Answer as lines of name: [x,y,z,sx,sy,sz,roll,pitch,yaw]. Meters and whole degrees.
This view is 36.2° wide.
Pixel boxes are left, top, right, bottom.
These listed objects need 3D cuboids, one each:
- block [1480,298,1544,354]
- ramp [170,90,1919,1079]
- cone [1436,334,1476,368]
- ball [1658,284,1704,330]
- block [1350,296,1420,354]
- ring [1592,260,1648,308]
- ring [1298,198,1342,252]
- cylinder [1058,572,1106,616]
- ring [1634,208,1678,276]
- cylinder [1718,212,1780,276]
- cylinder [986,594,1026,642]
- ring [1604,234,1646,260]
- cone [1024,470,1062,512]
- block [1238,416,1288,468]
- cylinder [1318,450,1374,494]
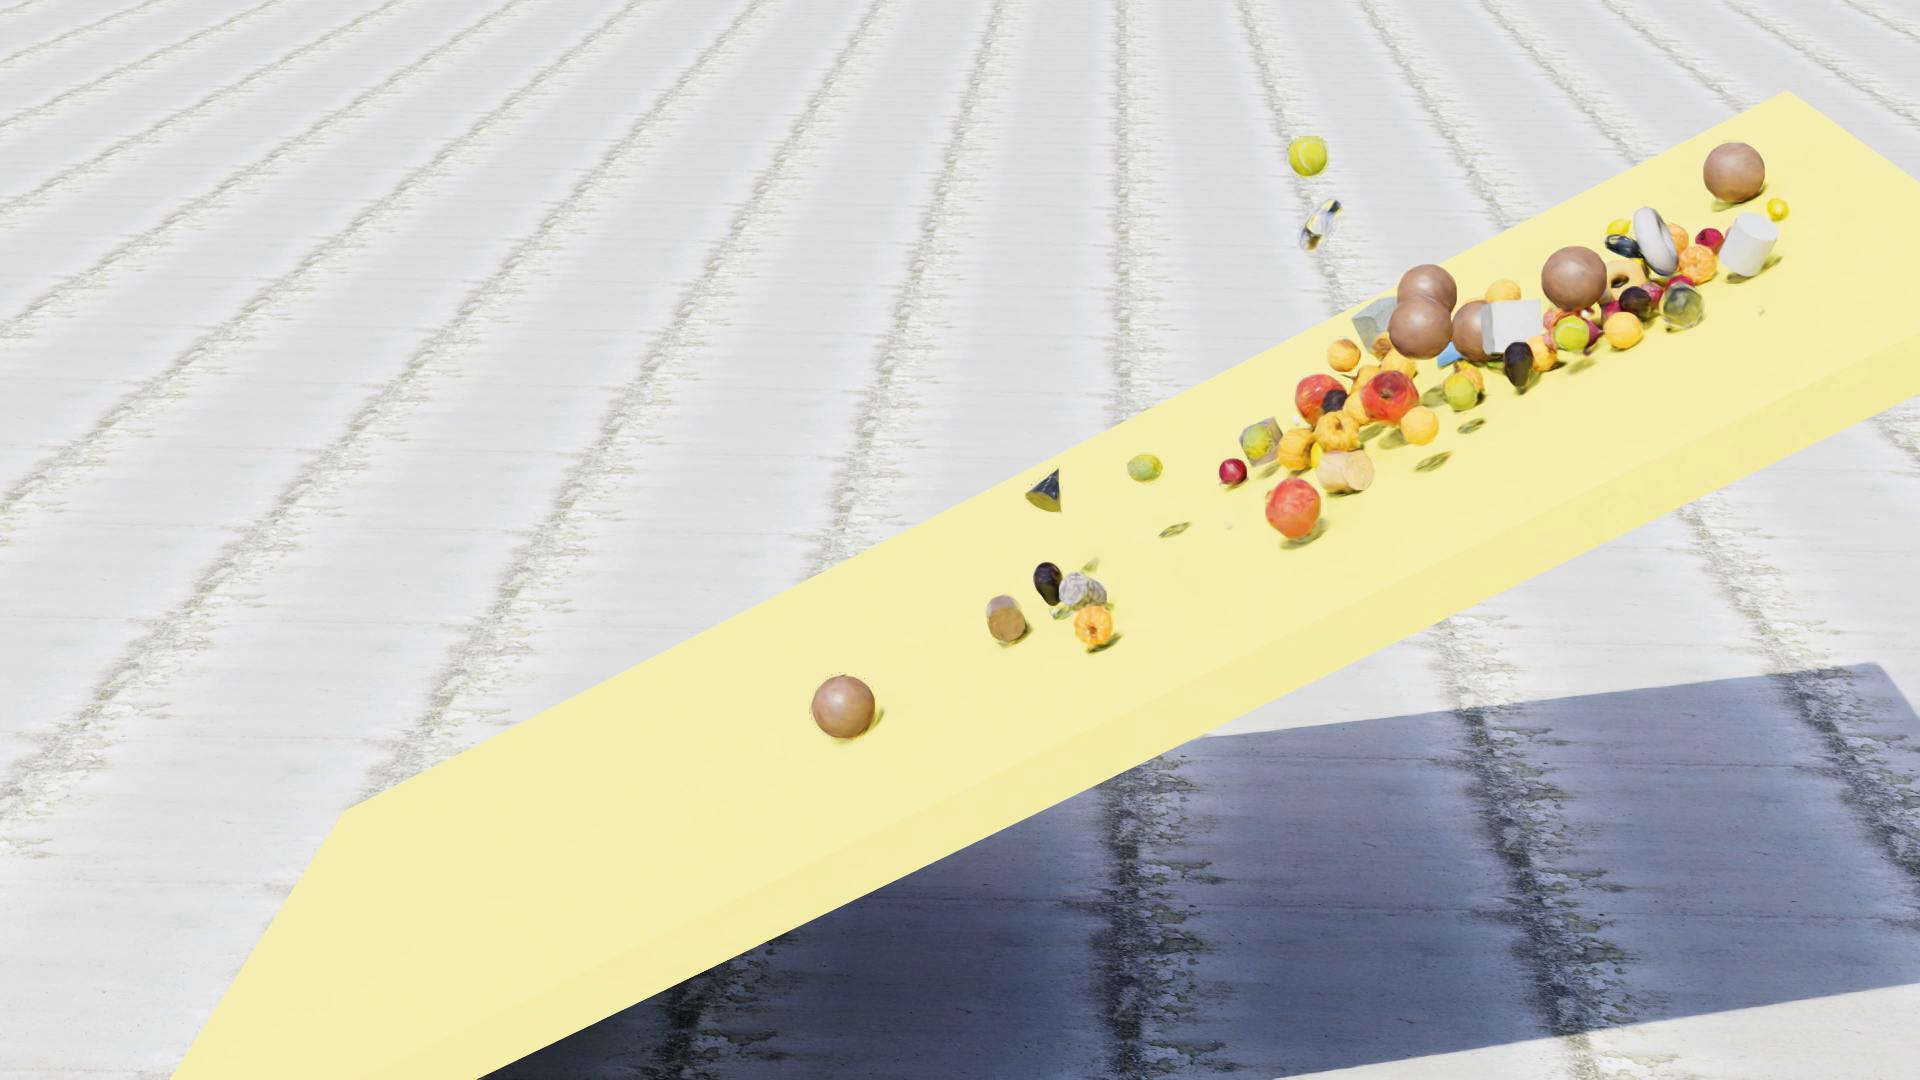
block: [1.114,-0.429,5.934,0.100,0.100,0.100,-4,0,-2]
ramp: [0.141,0.167,6.281,4.000,0.100,2.000,-26,14,11]
cone: [1.051,-0.396,6.202,0.077,0.077,0.077,6,18,18]
ball: [1.380,-0.446,5.625,0.086,0.086,0.086,0,17,0]
block: [0.951,-0.482,6.583,0.091,0.091,0.091,-35,15,-21]
ring: [1.321,-0.513,5.888,0.117,0.039,0.117,-17,45,18]
ring: [0.727,-0.635,5.934,0.041,0.123,0.123,35,27,10]
cylinder: [0.242,0.107,5.817,0.070,0.070,0.070,16,-8,41]
ring: [1.374,-0.590,5.812,0.049,0.146,0.146,-24,8,24]
cylinder: [1.528,-0.573,5.699,0.087,0.087,0.087,10,42,-9]
cylinder: [0.092,0.159,5.985,0.076,0.076,0.076,-1,16,-4]
ring: [1.354,-0.593,5.965,0.098,0.033,0.098,20,4,-1]
cone: [0.185,-0.112,5.984,0.081,0.081,0.081,21,-21,8]
block: [0.645,-0.208,6.258,0.071,0.071,0.071,-22,16,26]
cylinder: [0.755,-0.133,5.756,0.079,0.079,0.079,-13,5,-35]
